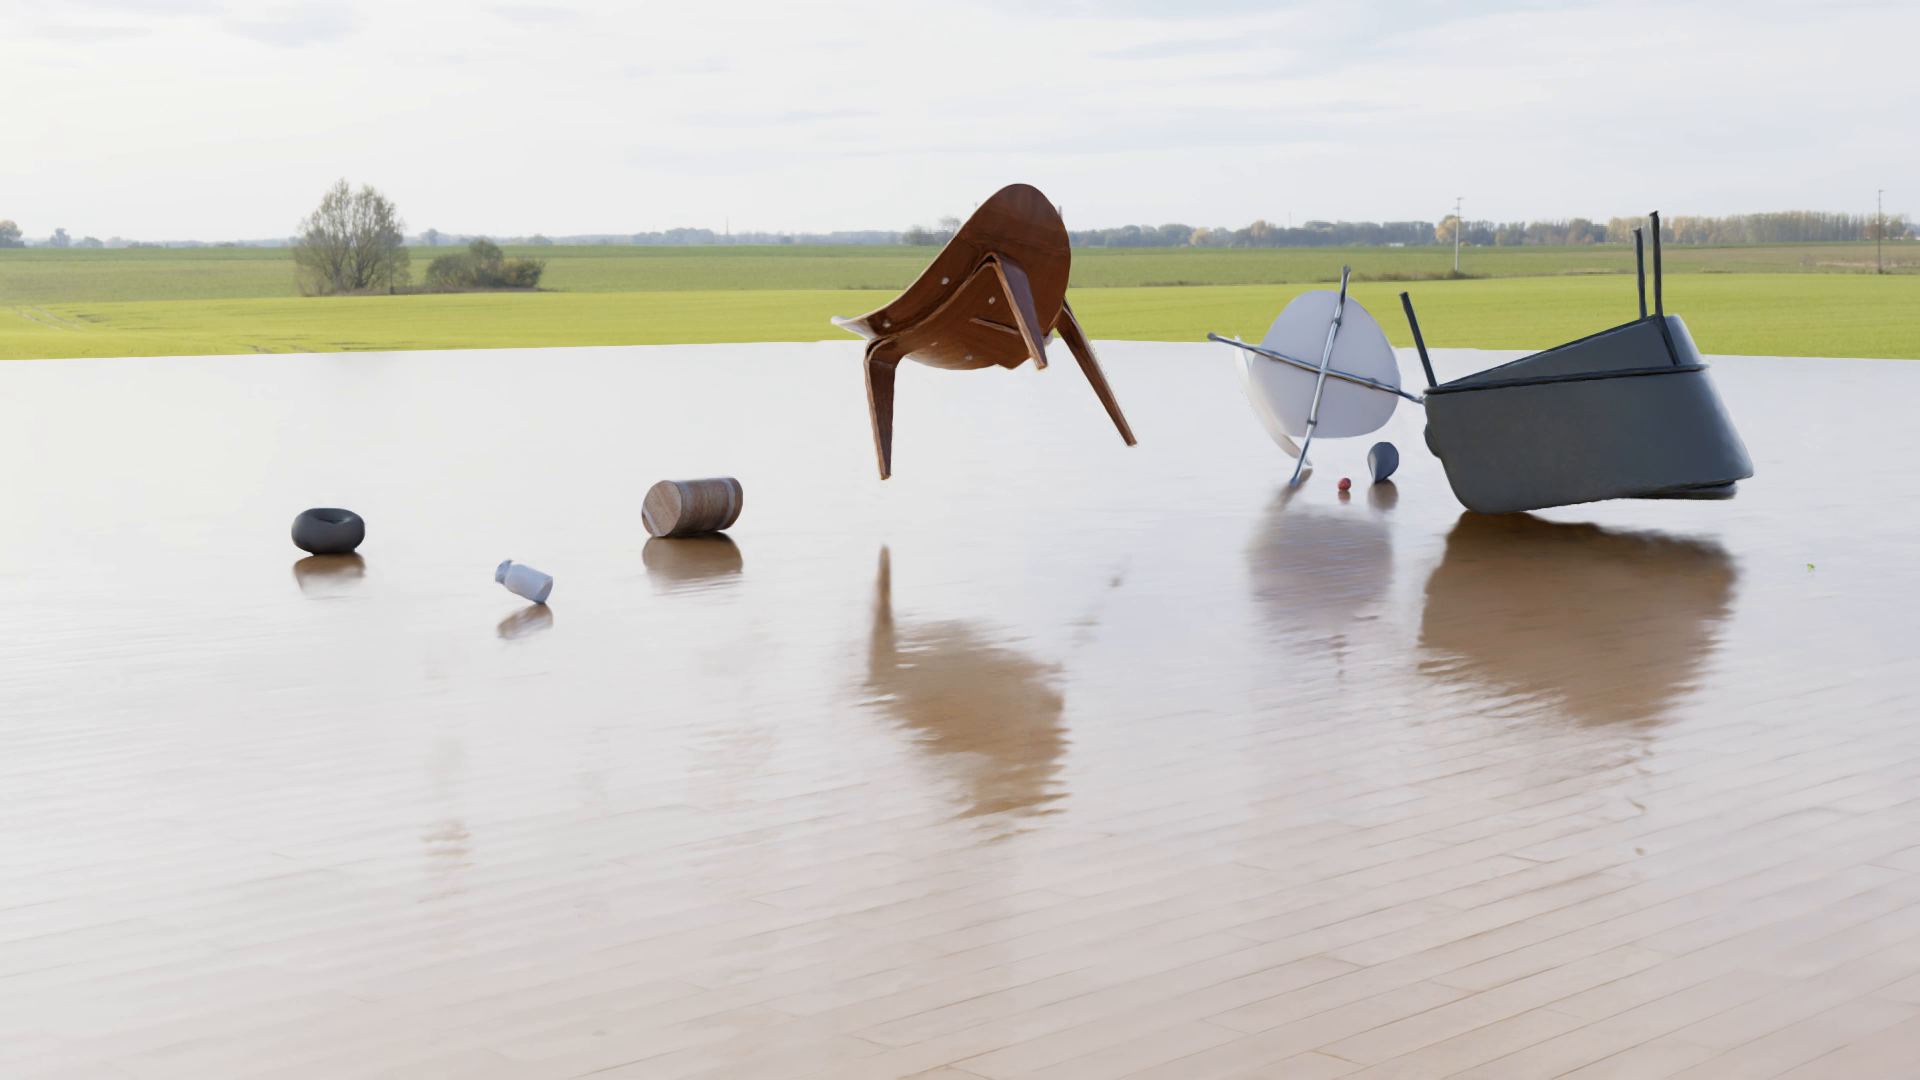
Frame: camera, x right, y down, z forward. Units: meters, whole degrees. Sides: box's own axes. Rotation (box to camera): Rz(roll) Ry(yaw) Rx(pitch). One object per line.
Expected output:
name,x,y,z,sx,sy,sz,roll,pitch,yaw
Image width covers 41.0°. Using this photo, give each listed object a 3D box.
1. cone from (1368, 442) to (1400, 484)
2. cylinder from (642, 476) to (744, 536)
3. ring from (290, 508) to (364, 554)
cone,1.348,-0.220,8.256,0.104,0.124,0.264,5,20,14
cylinder,-0.682,-0.087,6.543,0.211,0.129,0.168,-6,-30,-48
ring,-1.515,-0.022,6.151,0.155,0.077,0.235,17,14,11
